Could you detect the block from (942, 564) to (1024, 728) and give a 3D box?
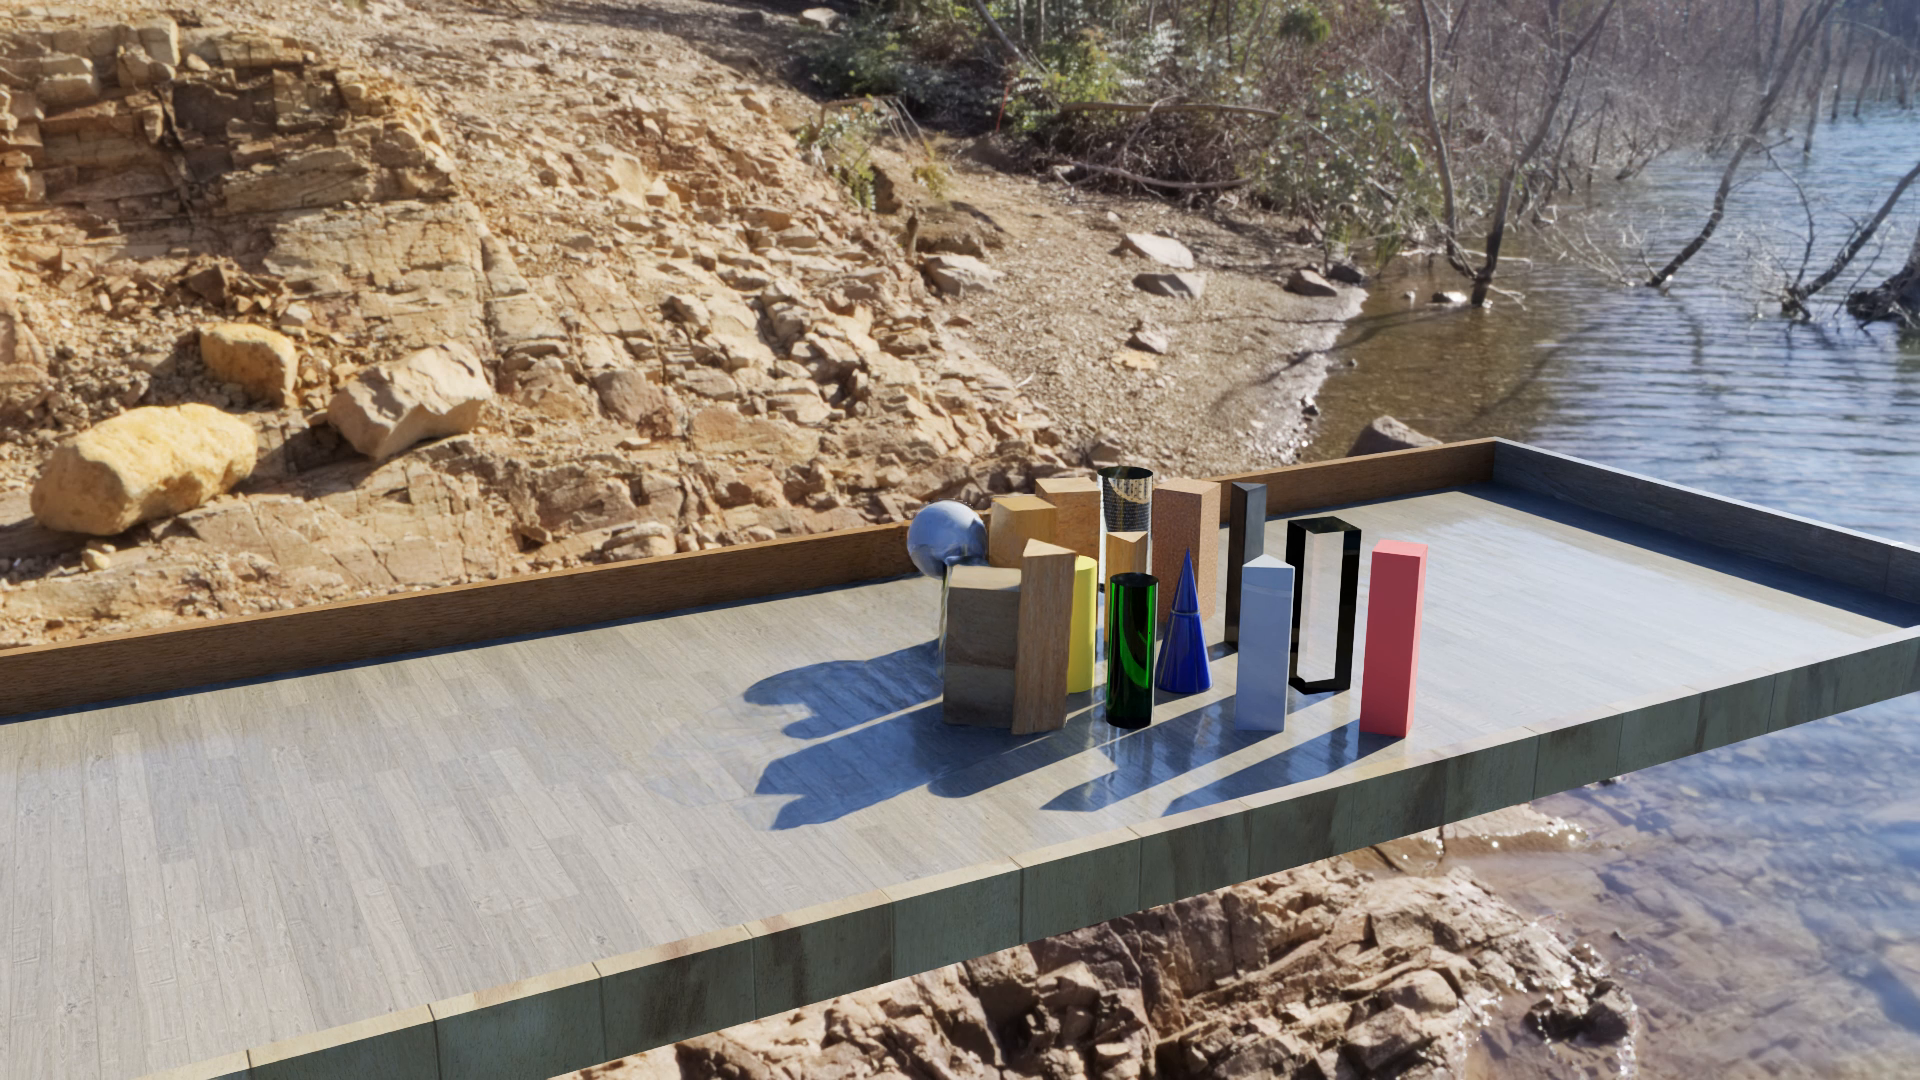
[{"bbox_3d":[0.057,0.250,3.894,0.169,0.337,0.169,4,17,4],"label":"block"}]

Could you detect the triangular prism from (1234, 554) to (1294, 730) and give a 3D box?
[{"bbox_3d":[0.704,0.238,3.839,0.115,0.398,0.100,2,16,5],"label":"triangular prism"}]

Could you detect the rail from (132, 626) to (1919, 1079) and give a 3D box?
[{"bbox_3d":[-2.336,1.006,1.665,12.000,0.150,0.050,-9,18,-27],"label":"rail"}]

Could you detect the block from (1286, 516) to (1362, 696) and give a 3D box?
[{"bbox_3d":[0.888,0.161,4.076,0.129,0.412,0.129,-5,17,-18],"label":"block"}]

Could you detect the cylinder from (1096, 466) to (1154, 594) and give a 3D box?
[{"bbox_3d":[0.478,-0.027,4.828,0.162,0.349,0.162,0,16,0],"label":"cylinder"}]

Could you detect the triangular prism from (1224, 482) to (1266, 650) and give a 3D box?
[{"bbox_3d":[0.738,0.067,4.347,0.078,0.439,0.090,15,22,42],"label":"triangular prism"}]

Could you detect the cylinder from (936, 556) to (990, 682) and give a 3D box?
[{"bbox_3d":[0.008,0.200,4.123,0.116,0.304,0.116,3,17,-1],"label":"cylinder"}]

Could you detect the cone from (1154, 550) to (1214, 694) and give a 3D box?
[{"bbox_3d":[0.558,0.186,4.082,0.154,0.361,0.154,0,16,0],"label":"cone"}]

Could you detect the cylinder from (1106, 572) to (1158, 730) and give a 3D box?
[{"bbox_3d":[0.402,0.259,3.857,0.112,0.348,0.112,0,16,0],"label":"cylinder"}]

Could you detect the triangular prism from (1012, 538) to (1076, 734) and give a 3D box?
[{"bbox_3d":[0.173,0.221,3.813,0.130,0.436,0.112,-4,19,-21],"label":"triangular prism"}]

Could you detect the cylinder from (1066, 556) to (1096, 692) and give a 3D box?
[{"bbox_3d":[0.271,0.207,4.087,0.128,0.317,0.128,0,16,0],"label":"cylinder"}]

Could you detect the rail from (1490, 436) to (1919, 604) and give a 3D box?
[{"bbox_3d":[2.466,-0.048,5.253,0.050,0.150,2.100,-9,18,-27],"label":"rail"}]

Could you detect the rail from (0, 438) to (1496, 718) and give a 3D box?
[{"bbox_3d":[-3.305,0.497,3.399,12.000,0.150,0.050,-9,18,-27],"label":"rail"}]

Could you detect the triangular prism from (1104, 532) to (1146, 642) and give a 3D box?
[{"bbox_3d":[0.456,0.130,4.379,0.094,0.301,0.108,-11,20,-33],"label":"triangular prism"}]

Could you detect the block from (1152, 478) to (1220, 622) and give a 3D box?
[{"bbox_3d":[0.624,0.033,4.568,0.138,0.380,0.138,9,19,29],"label":"block"}]

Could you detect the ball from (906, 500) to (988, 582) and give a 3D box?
[{"bbox_3d":[-0.034,0.003,4.352,0.213,0.213,0.213,0,16,0],"label":"ball"}]

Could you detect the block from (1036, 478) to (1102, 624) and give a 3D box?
[{"bbox_3d":[0.295,0.032,4.567,0.149,0.382,0.149,-3,17,-10],"label":"block"}]

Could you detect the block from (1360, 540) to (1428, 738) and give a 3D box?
[{"bbox_3d":[1.000,0.227,3.807,0.107,0.437,0.107,7,18,23],"label":"block"}]

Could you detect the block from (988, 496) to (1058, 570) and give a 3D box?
[{"bbox_3d":[0.160,0.092,4.345,0.129,0.388,0.129,-5,17,-25],"label":"block"}]
